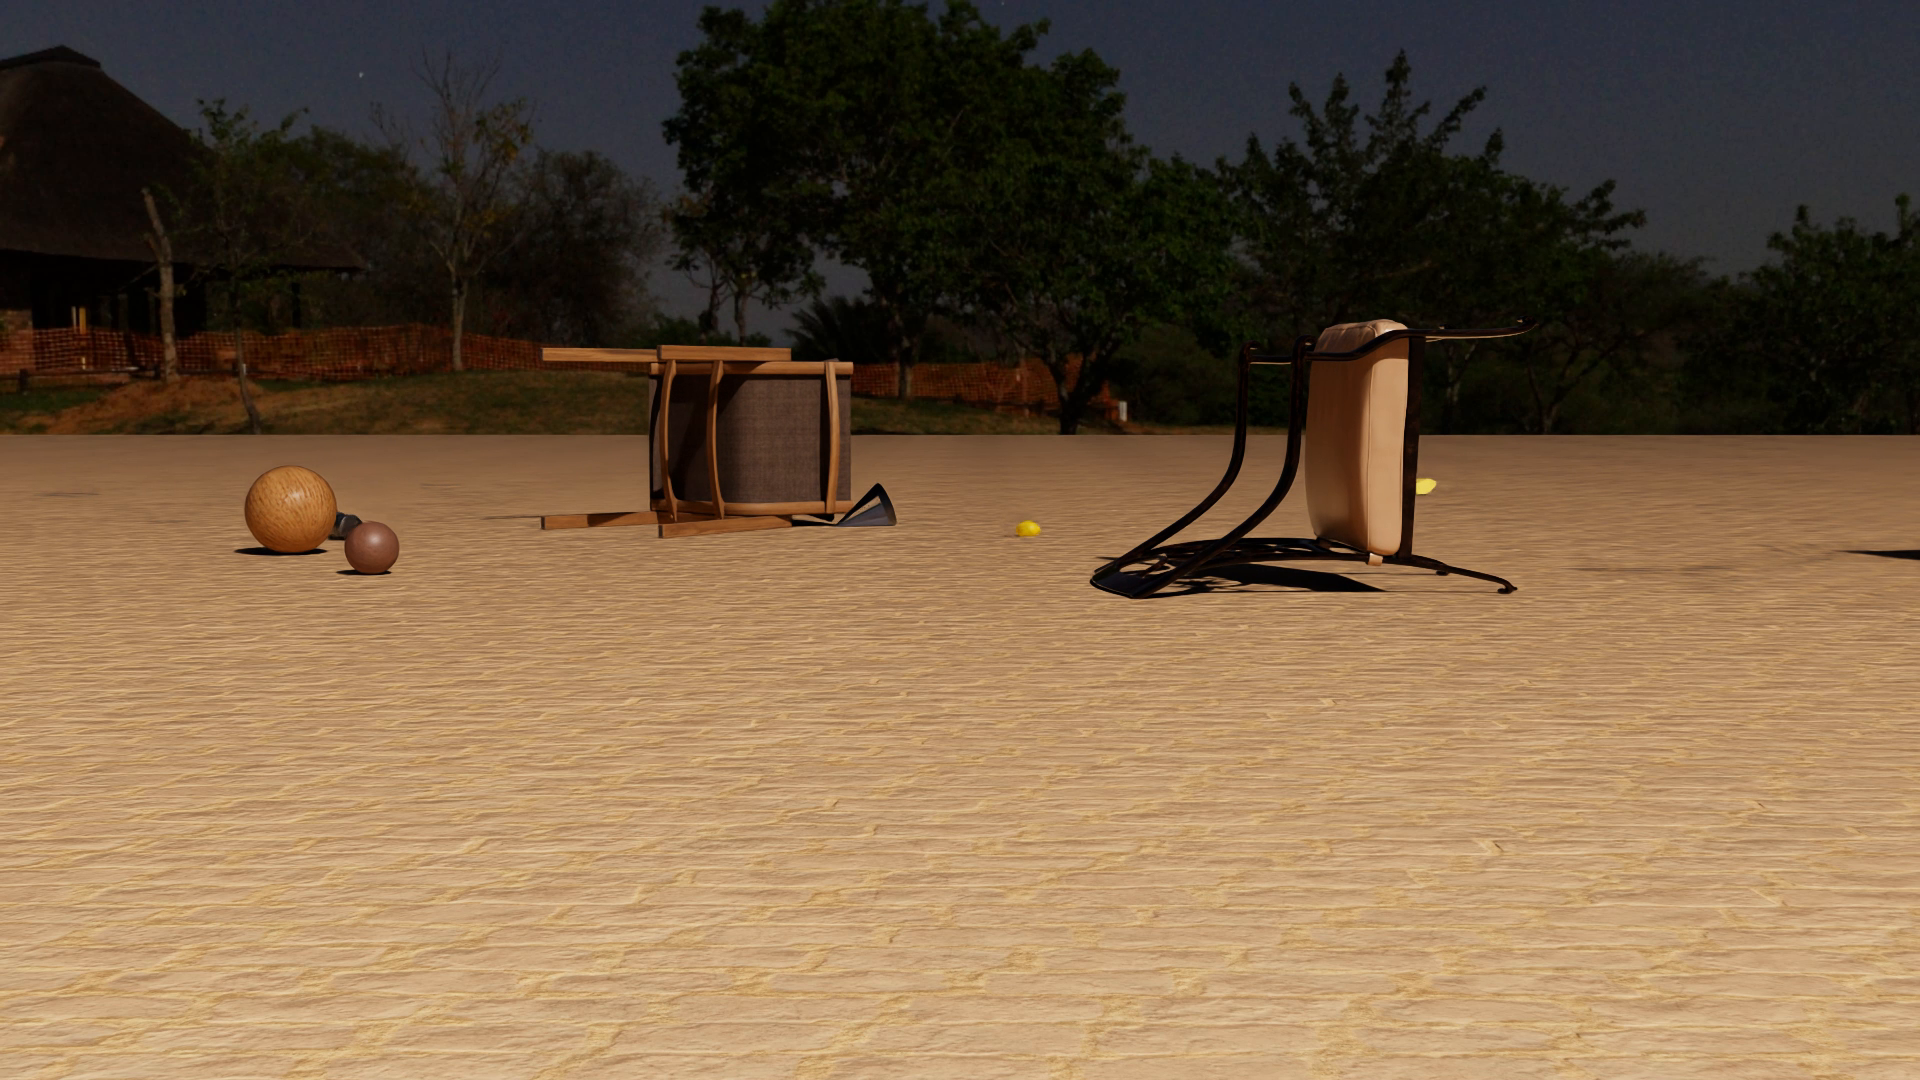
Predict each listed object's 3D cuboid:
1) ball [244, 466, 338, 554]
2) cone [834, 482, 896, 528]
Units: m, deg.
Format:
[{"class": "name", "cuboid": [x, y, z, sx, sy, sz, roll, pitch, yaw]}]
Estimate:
[{"class": "ball", "cuboid": [-1.816, -0.082, 5.969, 0.242, 0.242, 0.242, 0, 4, 0]}, {"class": "cone", "cuboid": [-0.327, -0.080, 7.190, 0.202, 0.152, 0.092, -25, 3, -24]}]
